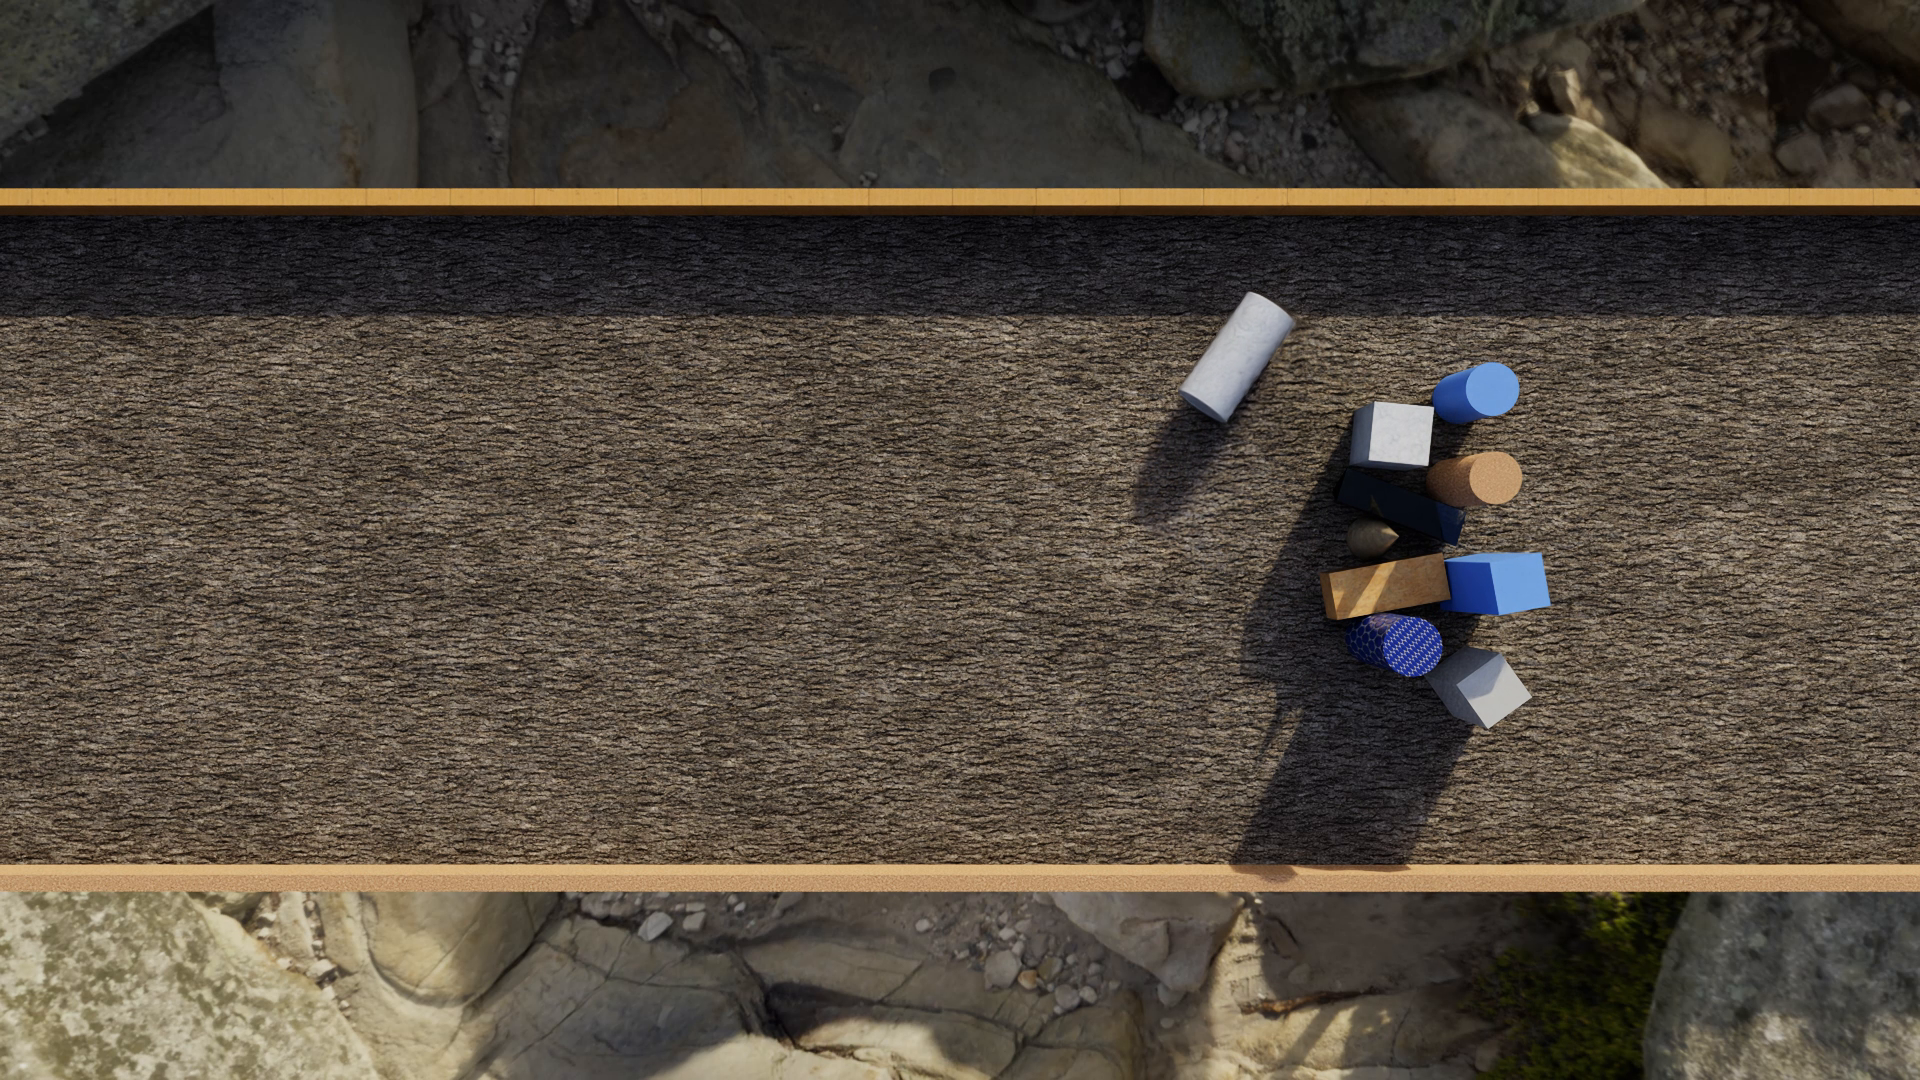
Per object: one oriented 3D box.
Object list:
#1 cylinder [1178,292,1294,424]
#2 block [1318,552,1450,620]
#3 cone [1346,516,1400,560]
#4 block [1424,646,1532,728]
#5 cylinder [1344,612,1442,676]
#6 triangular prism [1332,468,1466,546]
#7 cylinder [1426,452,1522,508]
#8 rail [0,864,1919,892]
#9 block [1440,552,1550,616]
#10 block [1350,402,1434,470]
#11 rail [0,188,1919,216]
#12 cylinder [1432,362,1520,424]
[{"bbox_3d":[0.837,-0.551,4.990,0.172,0.172,0.362,35,90,0],"label":"cylinder"},{"bbox_3d":[1.287,0.139,5.006,0.345,0.142,0.142,-10,90,0],"label":"block"},{"bbox_3d":[1.259,-0.007,4.898,0.140,0.355,0.140,0,89,0],"label":"cone"},{"bbox_3d":[1.536,0.434,4.909,0.156,0.334,0.156,-36,90,0],"label":"block"},{"bbox_3d":[1.268,0.299,4.847,0.167,0.459,0.167,0,90,0],"label":"cylinder"},{"bbox_3d":[1.327,-0.084,5.002,0.385,0.112,0.097,20,49,0],"label":"triangular prism"},{"bbox_3d":[1.508,-0.175,4.859,0.149,0.434,0.149,0,90,0],"label":"cylinder"},{"bbox_3d":[-2.247,1.025,5.001,12.000,0.150,0.050,0,90,0],"label":"rail"},{"bbox_3d":[1.553,0.126,4.842,0.150,0.460,0.150,-10,90,-4],"label":"block"},{"bbox_3d":[1.282,-0.306,4.916,0.170,0.312,0.170,6,90,3],"label":"block"},{"bbox_3d":[-2.247,-1.025,5.002,12.000,0.150,0.050,0,90,0],"label":"rail"},{"bbox_3d":[1.531,-0.434,4.909,0.154,0.335,0.154,0,90,0],"label":"cylinder"}]
